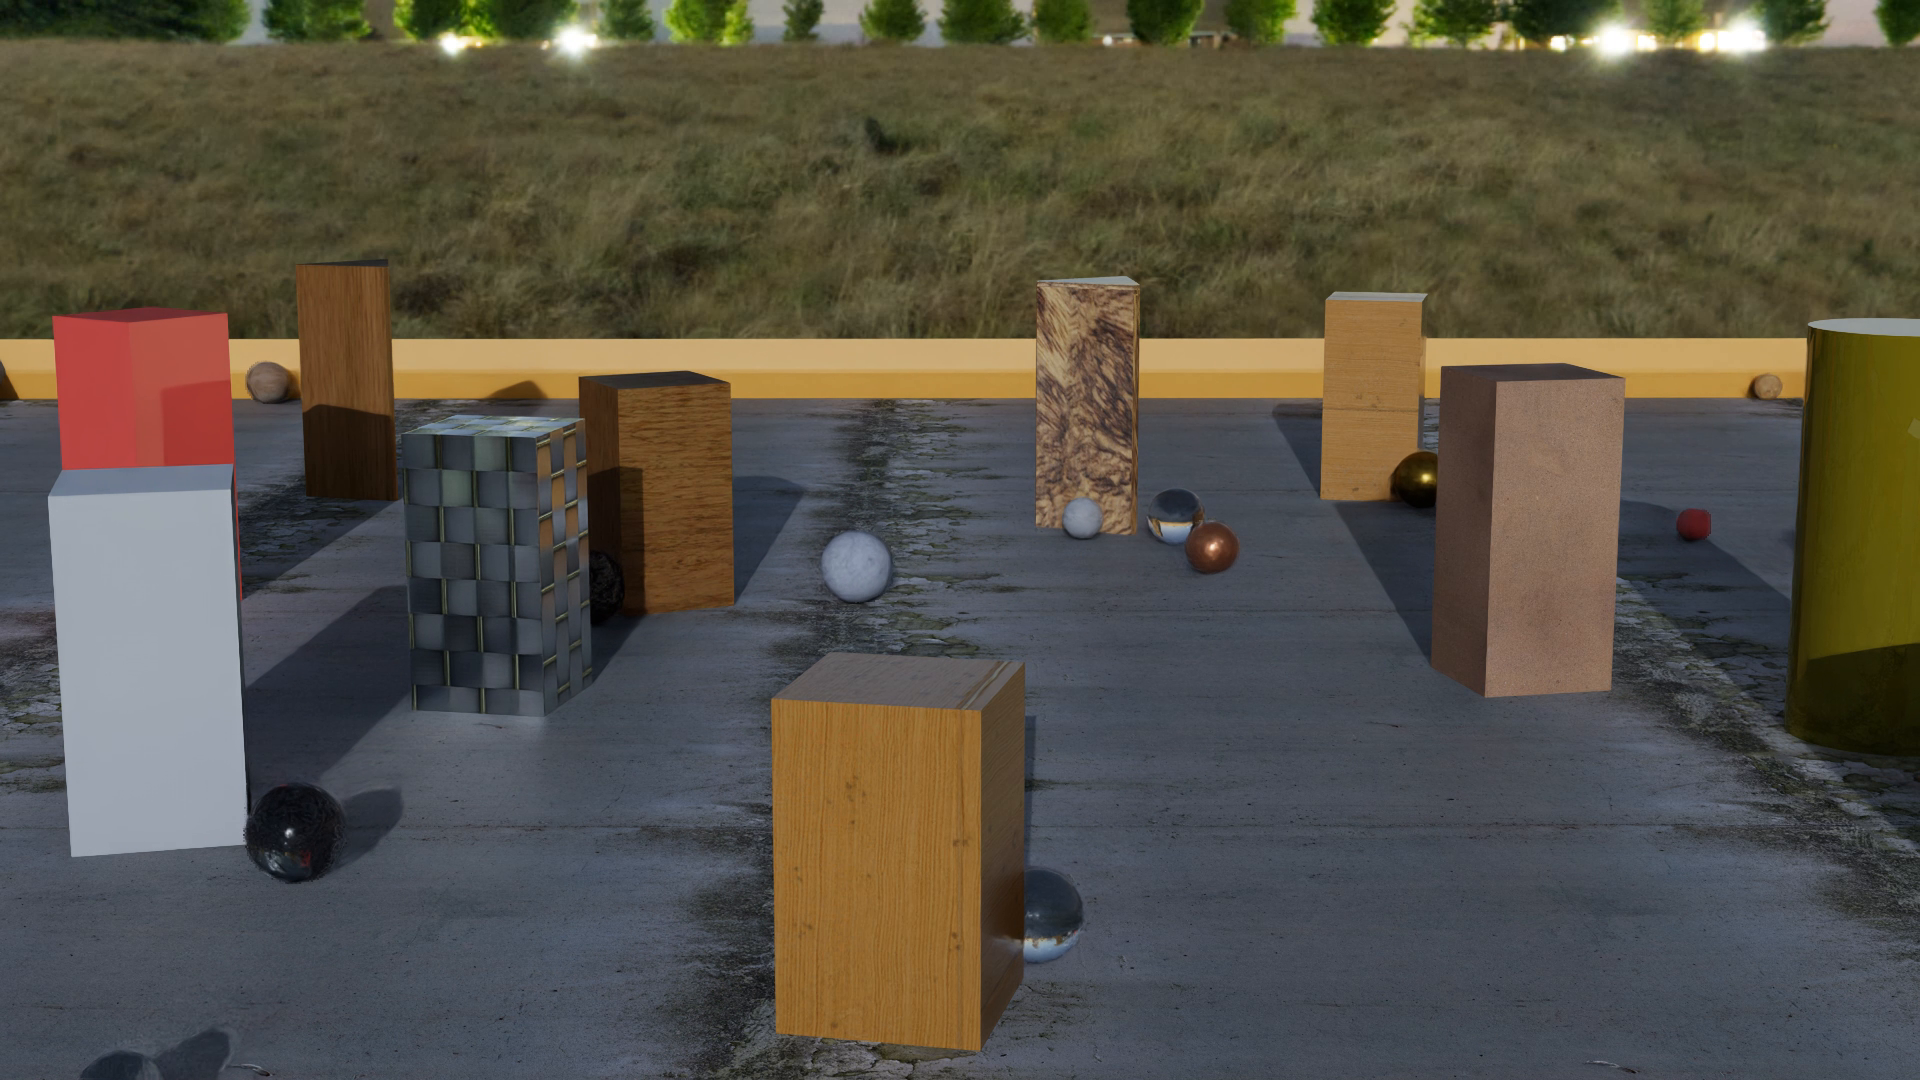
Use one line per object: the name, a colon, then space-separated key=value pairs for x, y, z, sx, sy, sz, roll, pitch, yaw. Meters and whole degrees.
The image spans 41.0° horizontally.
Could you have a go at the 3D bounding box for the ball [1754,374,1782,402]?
ball: x=1.777 y=-0.336 z=5.644 sx=0.061 sy=0.061 sz=0.061 roll=0 pitch=10 yaw=0

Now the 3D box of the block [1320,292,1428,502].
block: x=0.710 y=-0.247 z=4.396 sx=0.160 sy=0.340 sz=0.160 roll=3 pitch=11 yaw=13

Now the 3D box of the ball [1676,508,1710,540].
ball: x=1.139 y=-0.024 z=3.986 sx=0.050 sy=0.050 sz=0.050 roll=0 pitch=10 yaw=0

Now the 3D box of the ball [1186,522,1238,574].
ball: x=0.365 y=0.011 z=3.721 sx=0.077 sy=0.077 sz=0.077 roll=0 pitch=10 yaw=0

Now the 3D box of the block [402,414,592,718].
block: x=-0.533 y=0.026 z=2.971 sx=0.160 sy=0.320 sz=0.160 roll=2 pitch=11 yaw=11

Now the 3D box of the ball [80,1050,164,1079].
ball: x=-0.577 y=0.381 z=1.764 sx=0.060 sy=0.060 sz=0.060 roll=0 pitch=10 yaw=0

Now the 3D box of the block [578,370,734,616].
block: x=-0.416 y=-0.067 z=3.514 sx=0.160 sy=0.306 sz=0.160 roll=-5 pitch=12 yaw=-27

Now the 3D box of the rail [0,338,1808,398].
rail: x=-0.013 y=-0.376 z=5.664 sx=4.256 sy=0.130 sz=0.045 roll=0 pitch=10 yaw=0

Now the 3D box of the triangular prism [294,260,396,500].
triangular prism: x=-1.018 y=-0.279 z=4.412 sx=0.173 sy=0.396 sz=0.150 roll=3 pitch=11 yaw=16

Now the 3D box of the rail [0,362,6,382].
rail: x=-2.104 y=0.036 z=3.437 sx=0.045 sy=0.130 sz=4.553 roll=0 pitch=10 yaw=0

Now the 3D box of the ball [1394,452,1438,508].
ball: x=0.771 y=-0.101 z=4.275 sx=0.095 sy=0.095 sz=0.095 roll=0 pitch=10 yaw=0

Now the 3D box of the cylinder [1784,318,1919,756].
cylinder: x=1.016 y=-0.008 z=2.799 sx=0.200 sy=0.449 sz=0.200 roll=0 pitch=10 yaw=0

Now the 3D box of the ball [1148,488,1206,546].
ball: x=0.333 y=-0.036 z=3.945 sx=0.089 sy=0.089 sz=0.089 roll=0 pitch=10 yaw=0

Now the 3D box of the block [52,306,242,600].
block: x=-1.102 y=-0.108 z=3.485 sx=0.160 sy=0.397 sz=0.160 roll=7 pitch=13 yaw=34

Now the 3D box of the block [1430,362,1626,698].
block: x=0.674 y=-0.016 z=3.057 sx=0.160 sy=0.371 sz=0.160 roll=-2 pitch=11 yaw=-12

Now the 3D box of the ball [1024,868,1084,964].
ball: x=0.064 y=0.309 z=2.109 sx=0.077 sy=0.077 sz=0.077 roll=0 pitch=10 yaw=0

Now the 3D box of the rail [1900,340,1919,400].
rail: x=2.104 y=0.031 z=3.461 sx=0.045 sy=0.130 sz=4.553 roll=0 pitch=10 yaw=0

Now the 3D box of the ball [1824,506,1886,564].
ball: x=1.322 y=-0.006 z=3.790 sx=0.086 sy=0.086 sz=0.086 roll=0 pitch=10 yaw=0

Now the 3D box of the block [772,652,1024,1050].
block: x=-0.045 y=0.236 z=1.992 sx=0.160 sy=0.262 sz=0.160 roll=2 pitch=11 yaw=13

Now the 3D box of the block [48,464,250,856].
block: x=-0.771 y=0.110 z=2.457 sx=0.160 sy=0.341 sz=0.160 roll=-3 pitch=11 yaw=-14

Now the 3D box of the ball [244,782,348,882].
ball: x=-0.600 y=0.264 z=2.318 sx=0.089 sy=0.089 sz=0.089 roll=0 pitch=10 yaw=0

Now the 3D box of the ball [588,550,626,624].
ball: x=-0.492 y=0.062 z=3.384 sx=0.099 sy=0.099 sz=0.099 roll=0 pitch=10 yaw=0

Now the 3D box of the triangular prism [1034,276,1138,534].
triangular prism: x=0.231 y=-0.220 z=4.106 sx=0.173 sy=0.392 sz=0.150 roll=5 pitch=12 yaw=26

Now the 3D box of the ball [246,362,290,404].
ball: x=-1.507 y=-0.343 z=5.594 sx=0.093 sy=0.093 sz=0.093 roll=0 pitch=10 yaw=0

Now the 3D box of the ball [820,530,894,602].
ball: x=-0.141 y=0.036 z=3.522 sx=0.100 sy=0.100 sz=0.100 roll=0 pitch=10 yaw=0

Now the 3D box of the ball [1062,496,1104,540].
ball: x=0.192 y=-0.034 z=3.996 sx=0.066 sy=0.066 sz=0.066 roll=0 pitch=10 yaw=0
